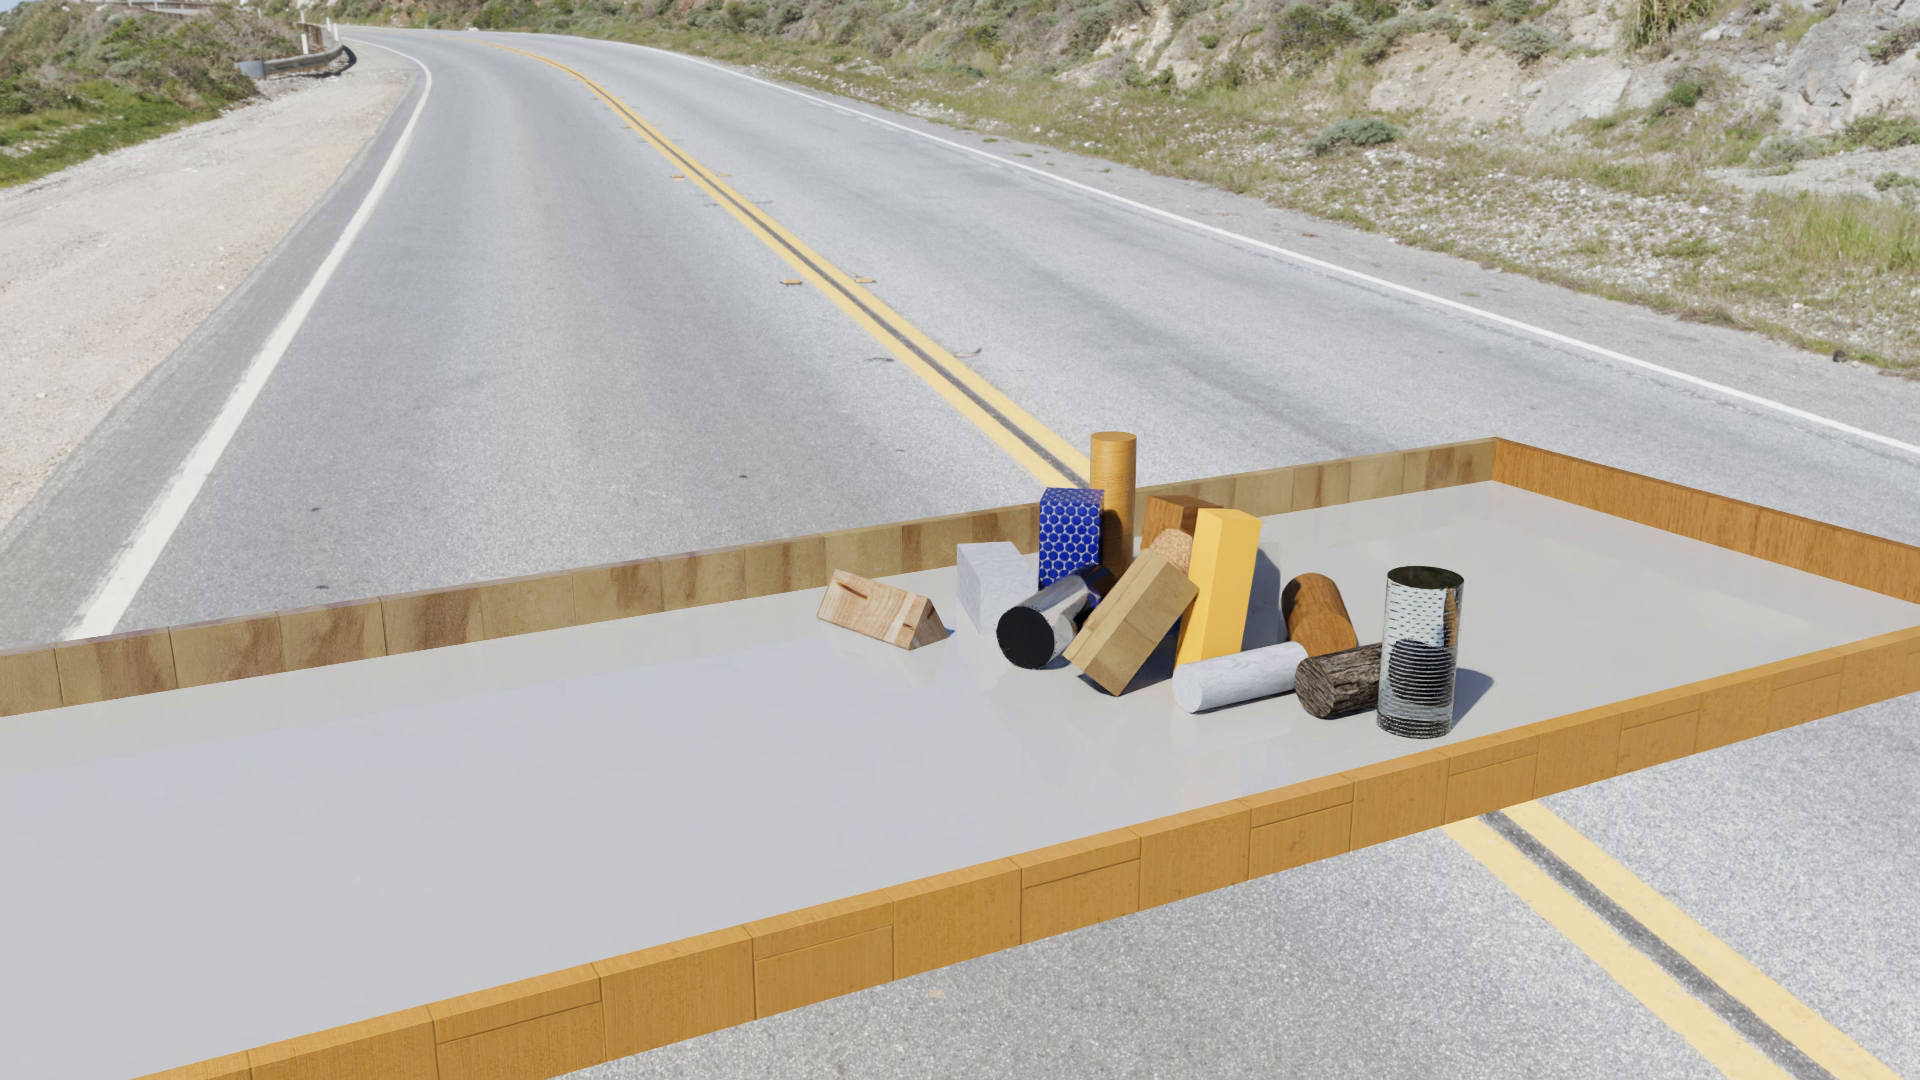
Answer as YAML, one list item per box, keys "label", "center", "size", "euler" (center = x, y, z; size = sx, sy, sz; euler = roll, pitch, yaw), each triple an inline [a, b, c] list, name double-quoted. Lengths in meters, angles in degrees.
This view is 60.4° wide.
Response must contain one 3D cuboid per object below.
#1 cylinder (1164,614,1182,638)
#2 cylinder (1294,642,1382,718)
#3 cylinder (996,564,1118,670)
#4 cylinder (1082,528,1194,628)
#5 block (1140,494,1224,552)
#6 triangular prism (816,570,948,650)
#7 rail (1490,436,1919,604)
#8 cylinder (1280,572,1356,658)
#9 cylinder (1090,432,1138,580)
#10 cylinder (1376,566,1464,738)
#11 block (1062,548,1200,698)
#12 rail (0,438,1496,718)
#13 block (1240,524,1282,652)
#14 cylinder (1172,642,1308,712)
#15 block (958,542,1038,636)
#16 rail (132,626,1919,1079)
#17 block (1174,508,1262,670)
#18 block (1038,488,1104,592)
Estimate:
- label: "cylinder"
  center: [0.639, 0.195, 4.488]
  size: [0.360, 0.114, 0.114]
  euler: [-7, 18, -22]
- label: "cylinder"
  center: [1.006, 0.324, 3.996]
  size: [0.377, 0.143, 0.143]
  euler: [-9, 19, -27]
- label: "cylinder"
  center: [0.270, 0.198, 4.383]
  size: [0.168, 0.168, 0.419]
  euler: [9, 19, 28]
- label: "cylinder"
  center: [0.487, 0.146, 4.304]
  size: [0.160, 0.160, 0.358]
  euler: [15, 51, 42]
- label: "block"
  center: [0.606, 0.046, 4.601]
  size: [0.148, 0.319, 0.148]
  euler: [-2, 15, -35]
- label: "triangular prism"
  center: [-0.216, 0.178, 4.511]
  size: [0.371, 0.127, 0.147]
  euler: [15, 22, 42]
- label: "rail"
  center: [2.466, -0.048, 5.253]
  size: [0.050, 0.150, 2.100]
  euler: [-9, 18, -27]
- label: "cylinder"
  center: [0.940, 0.214, 4.341]
  size: [0.162, 0.162, 0.332]
  euler: [2, 16, 6]
- label: "cylinder"
  center: [0.447, -0.086, 4.851]
  size: [0.134, 0.449, 0.134]
  euler: [0, 16, 0]
- label: "cylinder"
  center: [1.065, 0.259, 3.824]
  size: [0.170, 0.364, 0.170]
  euler: [0, 17, 0]
- label: "block"
  center: [0.422, 0.203, 4.071]
  size: [0.124, 0.336, 0.124]
  euler: [38, -1, -26]
- label: "rail"
  center: [-3.305, 0.497, 3.399]
  size: [12.000, 0.150, 0.050]
  euler: [-9, 18, -27]
- label: "block"
  center: [0.742, 0.136, 4.330]
  size: [0.155, 0.318, 0.155]
  euler: [-1, 16, -5]
- label: "cylinder"
  center: [0.688, 0.332, 4.018]
  size: [0.334, 0.117, 0.117]
  euler: [-9, 19, -28]
- label: "block"
  center: [0.101, 0.131, 4.626]
  size: [0.159, 0.159, 0.342]
  euler: [-3, 17, -10]
- label: "rail"
  center: [-2.336, 1.006, 1.665]
  size: [12.000, 0.150, 0.050]
  euler: [-9, 18, -27]
- label: "block"
  center: [0.636, 0.144, 4.087]
  size: [0.112, 0.428, 0.112]
  euler: [1, 15, -24]
- label: "block"
  center: [0.316, 0.030, 4.674]
  size: [0.165, 0.324, 0.165]
  euler: [3, 16, 9]
